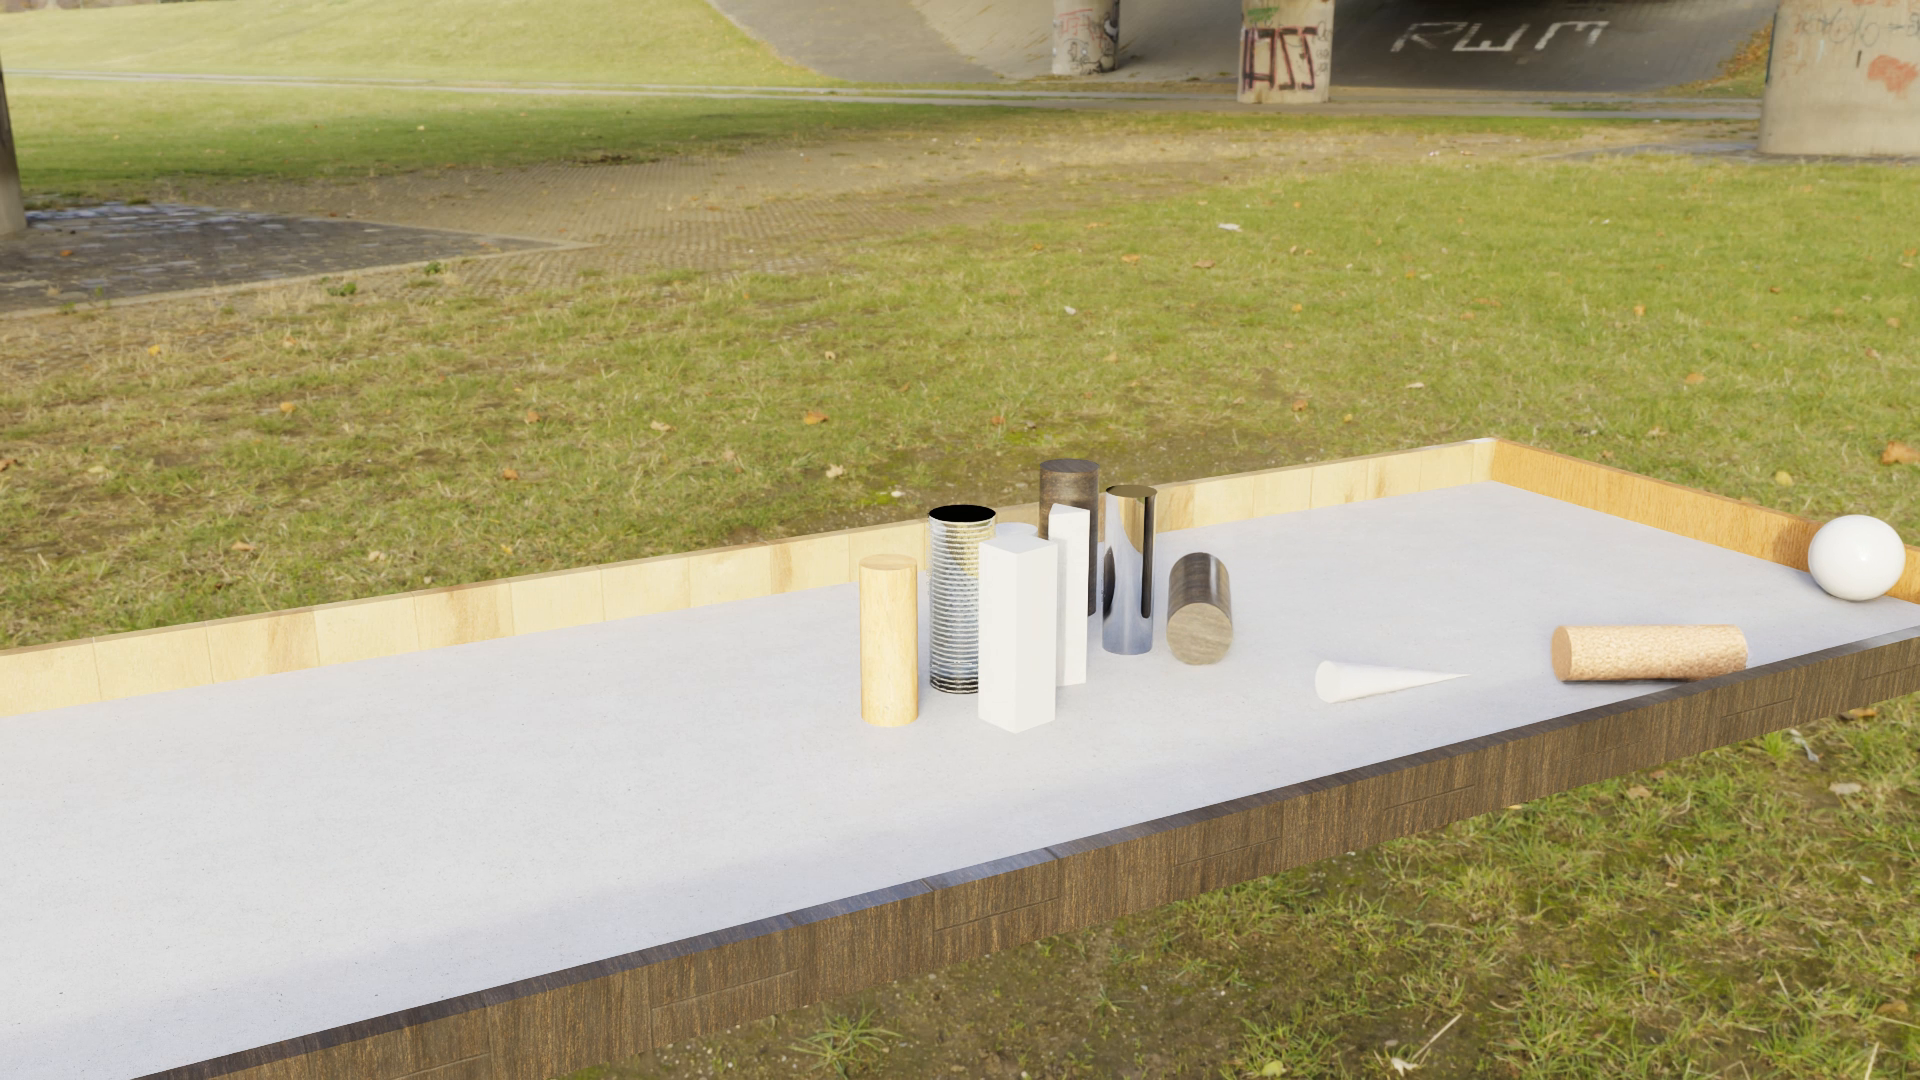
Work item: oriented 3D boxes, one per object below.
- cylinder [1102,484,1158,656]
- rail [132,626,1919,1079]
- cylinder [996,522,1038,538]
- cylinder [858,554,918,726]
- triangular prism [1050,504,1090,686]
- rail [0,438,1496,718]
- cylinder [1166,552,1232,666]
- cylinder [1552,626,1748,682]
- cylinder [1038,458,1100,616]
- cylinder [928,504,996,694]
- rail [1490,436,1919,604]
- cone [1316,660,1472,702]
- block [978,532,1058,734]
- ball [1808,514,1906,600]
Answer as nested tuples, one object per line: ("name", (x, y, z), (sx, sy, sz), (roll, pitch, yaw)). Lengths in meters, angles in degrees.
("cylinder", (0.444, 0.078, 4.330), (0.134, 0.428, 0.134), (0, 16, 0))
("rail", (-2.336, 1.006, 1.665), (12.000, 0.150, 0.050), (-9, 18, -27))
("cylinder", (0.141, 0.121, 4.388), (0.129, 0.313, 0.129), (0, 16, 0))
("cylinder", (-0.167, 0.235, 3.877), (0.136, 0.383, 0.136), (0, 16, 0))
("triangular prism", (0.250, 0.136, 4.101), (0.106, 0.446, 0.092), (-6, 17, -20))
("rail", (-3.305, 0.497, 3.399), (12.000, 0.150, 0.050), (-9, 18, -27))
("cylinder", (0.645, 0.178, 4.446), (0.170, 0.170, 0.452), (2, 17, 7))
("cylinder", (1.727, 0.285, 4.142), (0.437, 0.137, 0.137), (0, 16, -1))
("cylinder", (0.303, -0.004, 4.623), (0.166, 0.420, 0.166), (0, 16, 0))
("cylinder", (0.006, 0.146, 4.078), (0.164, 0.440, 0.164), (0, 16, 0))
("rail", (2.466, -0.048, 5.253), (0.050, 0.150, 2.100), (-9, 18, -27))
("cone", (1.096, 0.343, 4.096), (0.445, 0.102, 0.102), (0, 15, -24))
("block", (0.134, 0.215, 3.851), (0.128, 0.435, 0.128), (-14, 21, -39))
("ball", (2.576, 0.051, 4.741), (0.249, 0.249, 0.249), (0, 16, 0))
